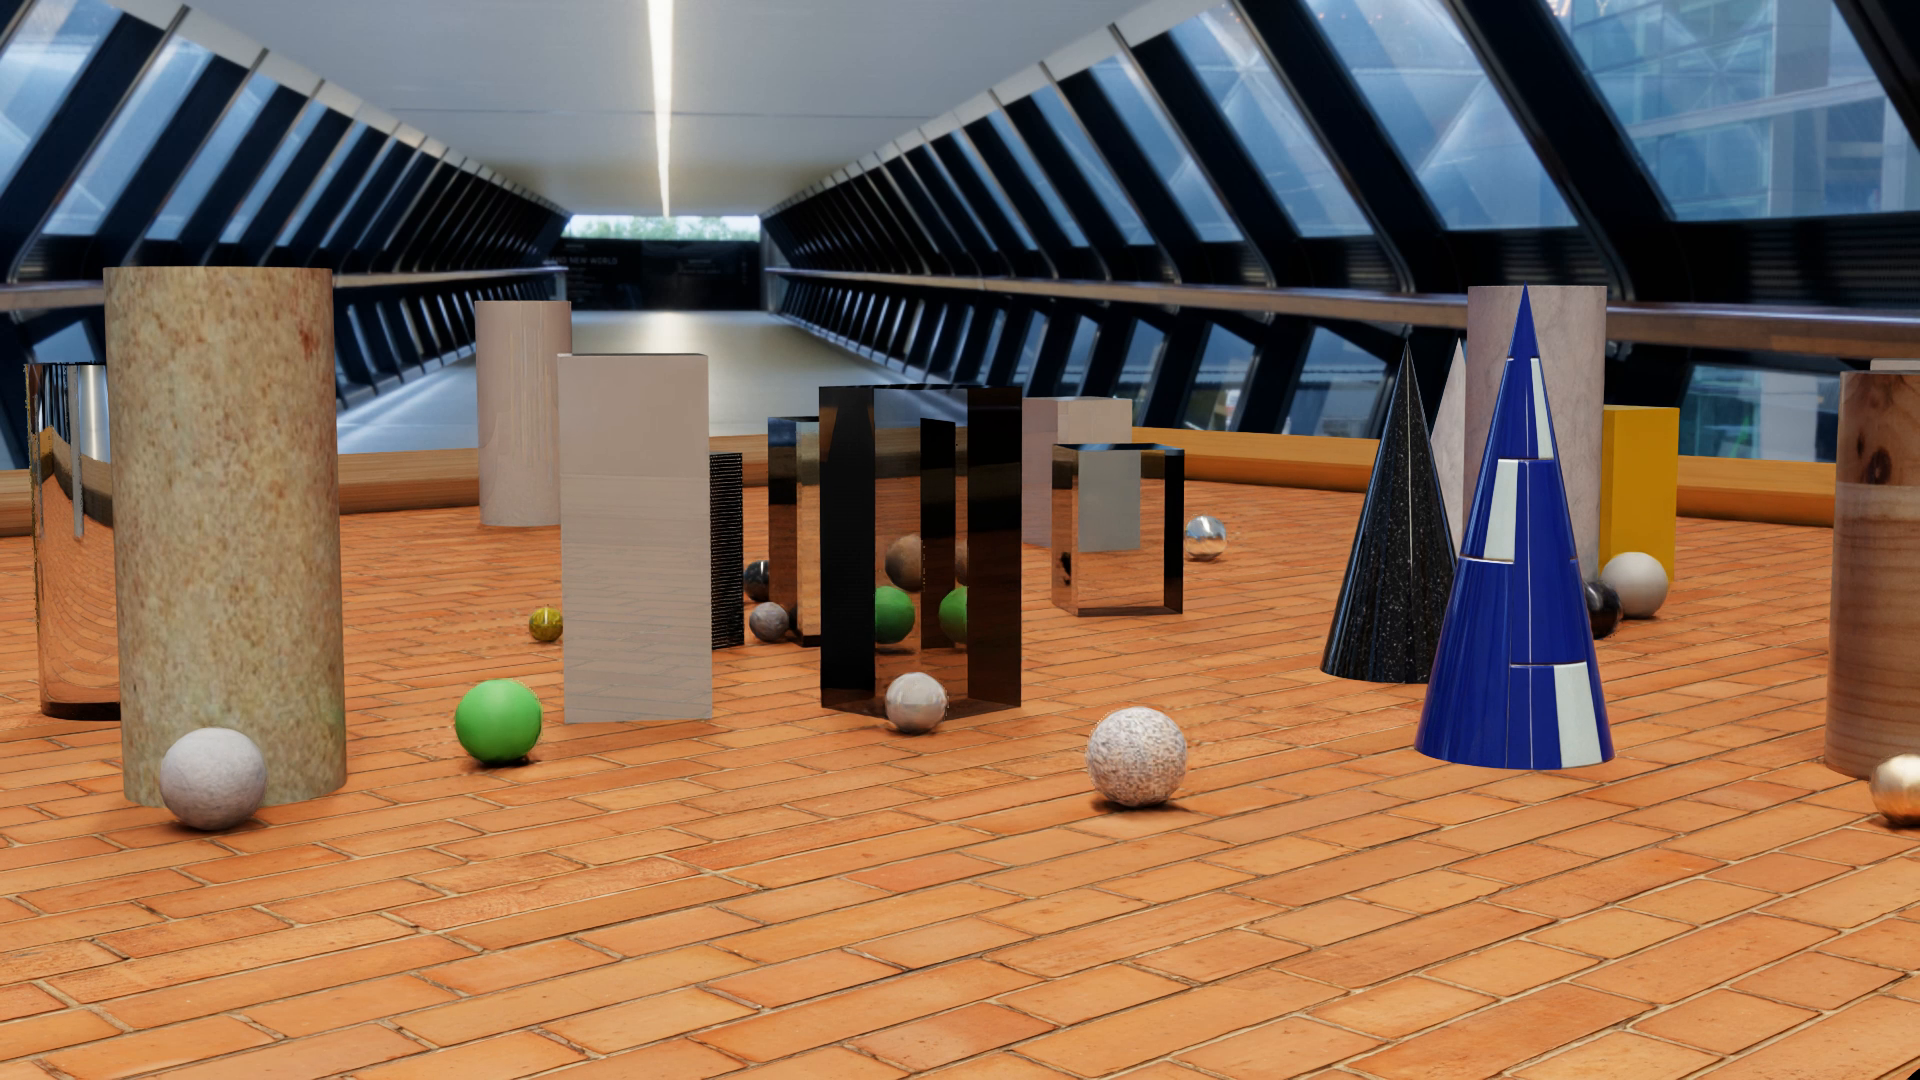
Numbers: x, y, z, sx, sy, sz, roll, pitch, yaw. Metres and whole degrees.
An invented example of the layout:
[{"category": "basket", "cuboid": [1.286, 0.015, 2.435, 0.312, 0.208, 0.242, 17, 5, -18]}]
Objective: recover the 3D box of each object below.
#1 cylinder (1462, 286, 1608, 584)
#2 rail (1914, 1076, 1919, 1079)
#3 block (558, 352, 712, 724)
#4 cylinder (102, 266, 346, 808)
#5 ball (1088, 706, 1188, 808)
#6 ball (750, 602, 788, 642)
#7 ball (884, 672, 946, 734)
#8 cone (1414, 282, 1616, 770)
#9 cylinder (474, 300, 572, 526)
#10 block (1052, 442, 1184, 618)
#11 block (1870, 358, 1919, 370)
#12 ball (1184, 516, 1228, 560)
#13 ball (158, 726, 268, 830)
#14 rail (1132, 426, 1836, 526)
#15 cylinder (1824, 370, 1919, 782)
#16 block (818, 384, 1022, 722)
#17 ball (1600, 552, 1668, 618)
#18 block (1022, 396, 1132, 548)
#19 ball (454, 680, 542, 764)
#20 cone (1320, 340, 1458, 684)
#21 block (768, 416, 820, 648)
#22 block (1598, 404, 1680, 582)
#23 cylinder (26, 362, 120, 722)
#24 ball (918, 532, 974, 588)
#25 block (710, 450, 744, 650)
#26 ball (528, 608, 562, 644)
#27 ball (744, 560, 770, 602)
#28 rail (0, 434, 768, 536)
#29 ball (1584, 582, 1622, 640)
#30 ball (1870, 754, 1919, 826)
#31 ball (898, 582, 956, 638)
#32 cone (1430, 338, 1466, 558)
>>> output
[{"category": "cylinder", "cuboid": [0.855, -0.136, 3.282, 0.200, 0.481, 0.200, 0, 6, 0]}, {"category": "rail", "cuboid": [1.367, 0.187, 1.858, 4.327, 0.130, 0.045, -5, 8, -42]}, {"category": "block", "cuboid": [-0.364, -0.008, 2.455, 0.160, 0.397, 0.160, -1, 6, -10]}, {"category": "cylinder", "cuboid": [-0.679, -0.009, 2.042, 0.200, 0.483, 0.200, 0, 6, 0]}, {"category": "ball", "cuboid": [0.160, 0.195, 1.979, 0.090, 0.090, 0.090, 0, 6, 0]}, {"category": "ball", "cuboid": [-0.258, 0.111, 2.968, 0.054, 0.054, 0.054, 0, 6, 0]}, {"category": "ball", "cuboid": [-0.047, 0.172, 2.324, 0.065, 0.065, 0.065, 0, 6, 0]}, {"category": "cone", "cuboid": [0.564, -0.023, 2.216, 0.200, 0.476, 0.200, 0, 6, 0]}, {"category": "cylinder", "cuboid": [-0.916, -0.270, 4.636, 0.200, 0.466, 0.200, 0, 6, 0]}, {"category": "block", "cuboid": [0.234, -0.018, 3.288, 0.160, 0.244, 0.160, -1, 6, -11]}, {"category": "block", "cuboid": [1.186, -0.025, 2.671, 0.160, 0.386, 0.160, 3, 6, 24]}, {"category": "ball", "cuboid": [0.439, -0.004, 3.943, 0.081, 0.081, 0.081, 0, 6, 0]}, {"category": "ball", "cuboid": [-0.643, 0.205, 1.894, 0.088, 0.088, 0.088, 0, 6, 0]}, {"category": "rail", "cuboid": [1.573, -0.116, 4.775, 0.045, 0.130, 4.079, -5, 8, -42]}, {"category": "cylinder", "cuboid": [0.948, 0.032, 2.121, 0.200, 0.386, 0.200, 0, 6, 0]}, {"category": "block", "cuboid": [-0.044, 0.009, 2.462, 0.160, 0.361, 0.160, 6, 8, 44]}, {"category": "ball", "cuboid": [0.979, 0.065, 3.194, 0.097, 0.097, 0.097, 0, 6, 0]}, {"category": "block", "cuboid": [0.219, -0.132, 4.213, 0.160, 0.278, 0.160, -3, 7, -26]}, {"category": "ball", "cuboid": [-0.454, 0.179, 2.165, 0.084, 0.084, 0.084, 0, 6, 0]}, {"category": "cone", "cuboid": [0.548, -0.043, 2.714, 0.200, 0.412, 0.200, 0, 6, 0]}, {"category": "block", "cuboid": [-0.162, -0.016, 3.005, 0.160, 0.299, 0.160, -2, 6, -21]}, {"category": "block", "cuboid": [1.067, -0.076, 3.636, 0.160, 0.287, 0.160, -4, 7, -34]}, {"category": "cylinder", "cuboid": [-0.935, -0.005, 2.474, 0.200, 0.387, 0.200, 0, 6, 0]}, {"category": "ball", "cuboid": [-0.022, 0.031, 3.554, 0.091, 0.091, 0.091, 0, 6, 0]}, {"category": "block", "cuboid": [-0.401, 0.014, 2.919, 0.160, 0.258, 0.160, 5, 8, 39]}, {"category": "ball", "cuboid": [-0.556, 0.114, 2.959, 0.048, 0.048, 0.048, 0, 6, 0]}, {"category": "ball", "cuboid": [-0.303, 0.063, 3.375, 0.065, 0.065, 0.065, 0, 6, 0]}, {"category": "rail", "cuboid": [-1.367, -0.120, 4.805, 4.327, 0.130, 0.045, -5, 8, -42]}, {"category": "ball", "cuboid": [0.859, 0.096, 2.986, 0.079, 0.079, 0.079, 0, 6, 0]}, {"category": "ball", "cuboid": [0.824, 0.217, 1.911, 0.062, 0.062, 0.062, 0, 6, 0]}, {"category": "ball", "cuboid": [-0.044, 0.094, 2.935, 0.076, 0.076, 0.076, 0, 6, 0]}, {"category": "cone", "cuboid": [0.904, -0.170, 4.005, 0.200, 0.398, 0.200, 0, 6, 0]}]
